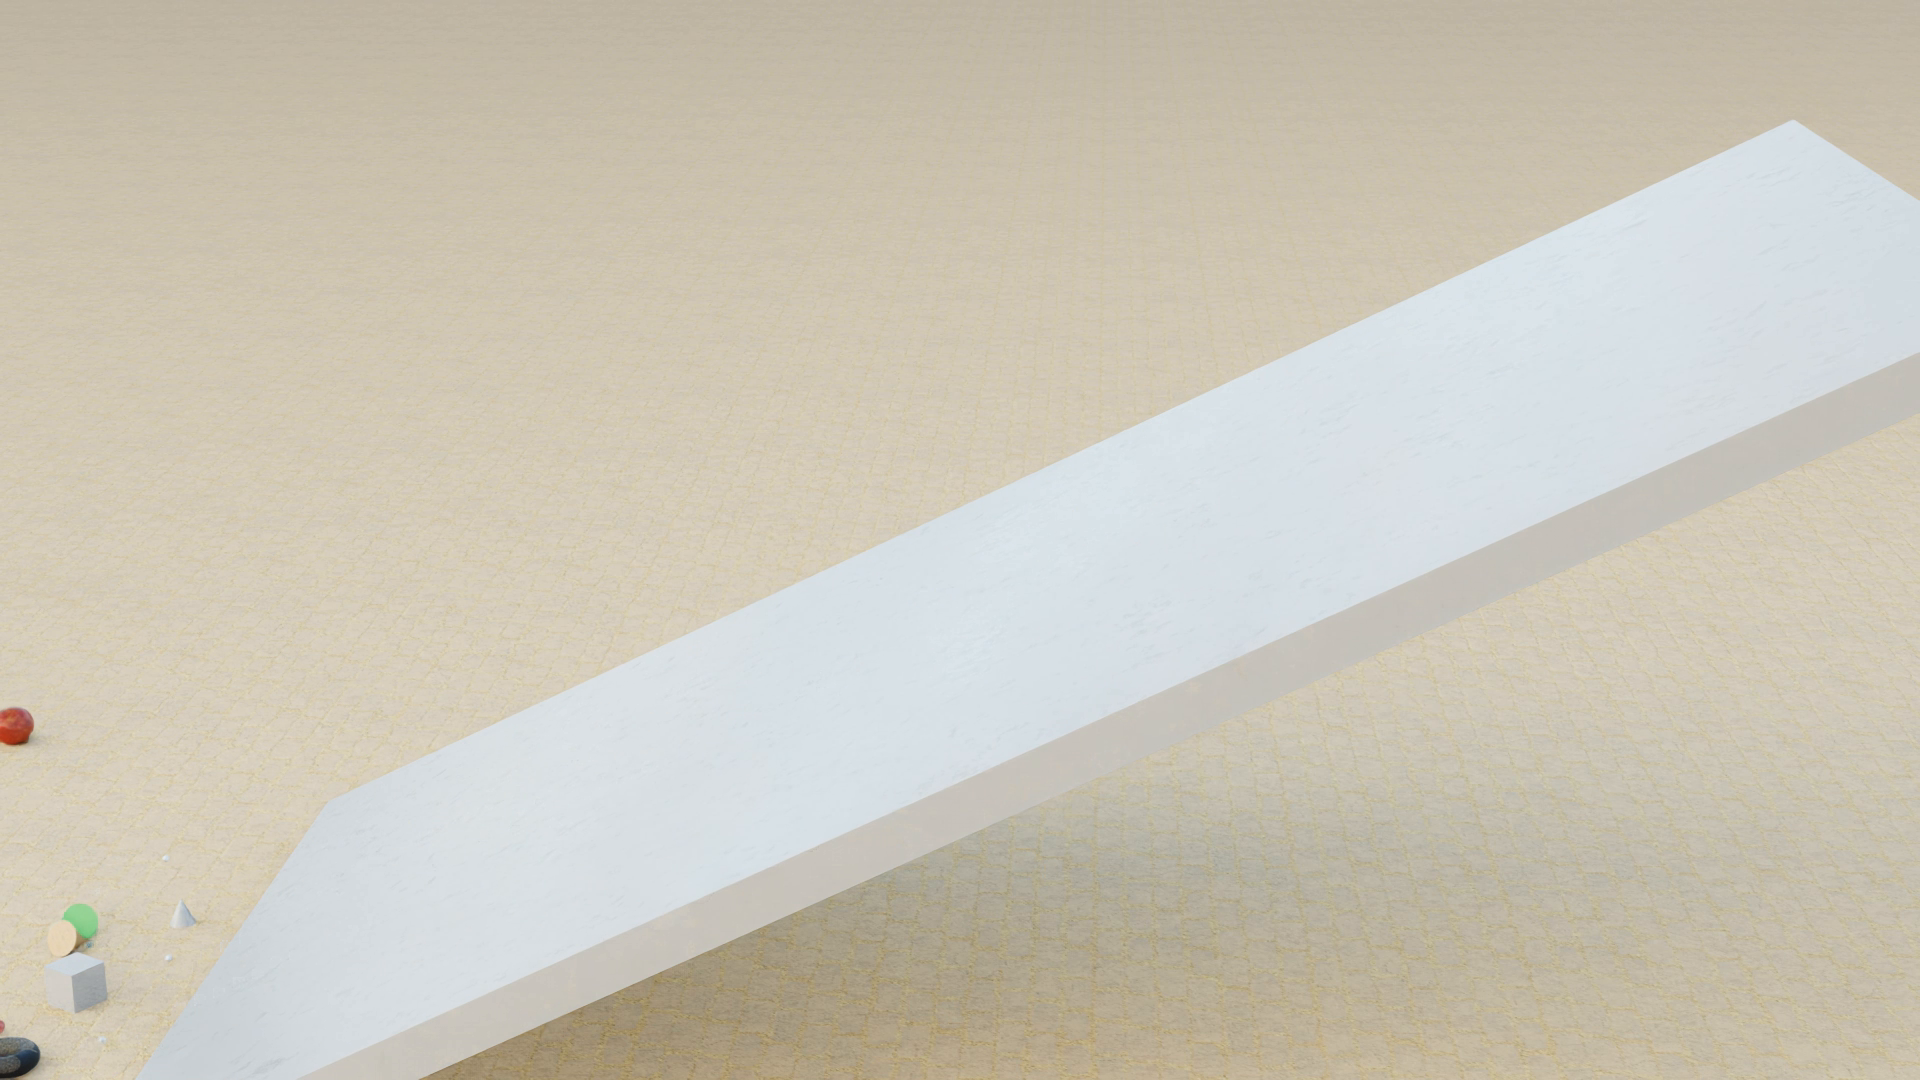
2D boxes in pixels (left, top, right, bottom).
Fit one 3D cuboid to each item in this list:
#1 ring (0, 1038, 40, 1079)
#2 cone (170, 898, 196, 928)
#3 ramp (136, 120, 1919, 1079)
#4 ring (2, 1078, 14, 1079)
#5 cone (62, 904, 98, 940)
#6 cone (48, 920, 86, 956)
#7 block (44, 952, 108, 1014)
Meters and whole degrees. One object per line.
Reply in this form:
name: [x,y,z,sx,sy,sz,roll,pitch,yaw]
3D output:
ring: [-2.045,1.111,6.305,0.143,0.048,0.143,0,18,0]
cone: [-1.862,0.887,7.037,0.063,0.063,0.063,0,16,0]
ramp: [0.138,0.168,6.281,4.000,0.100,2.000,-25,14,10]
ring: [-2.011,1.157,6.181,0.081,0.027,0.081,-1,17,0]
cone: [-2.079,0.911,6.996,0.088,0.088,0.088,0,-10,1]
cone: [-2.079,0.939,6.904,0.084,0.084,0.084,8,-8,26]
block: [-1.988,0.996,6.614,0.092,0.092,0.092,11,20,33]
